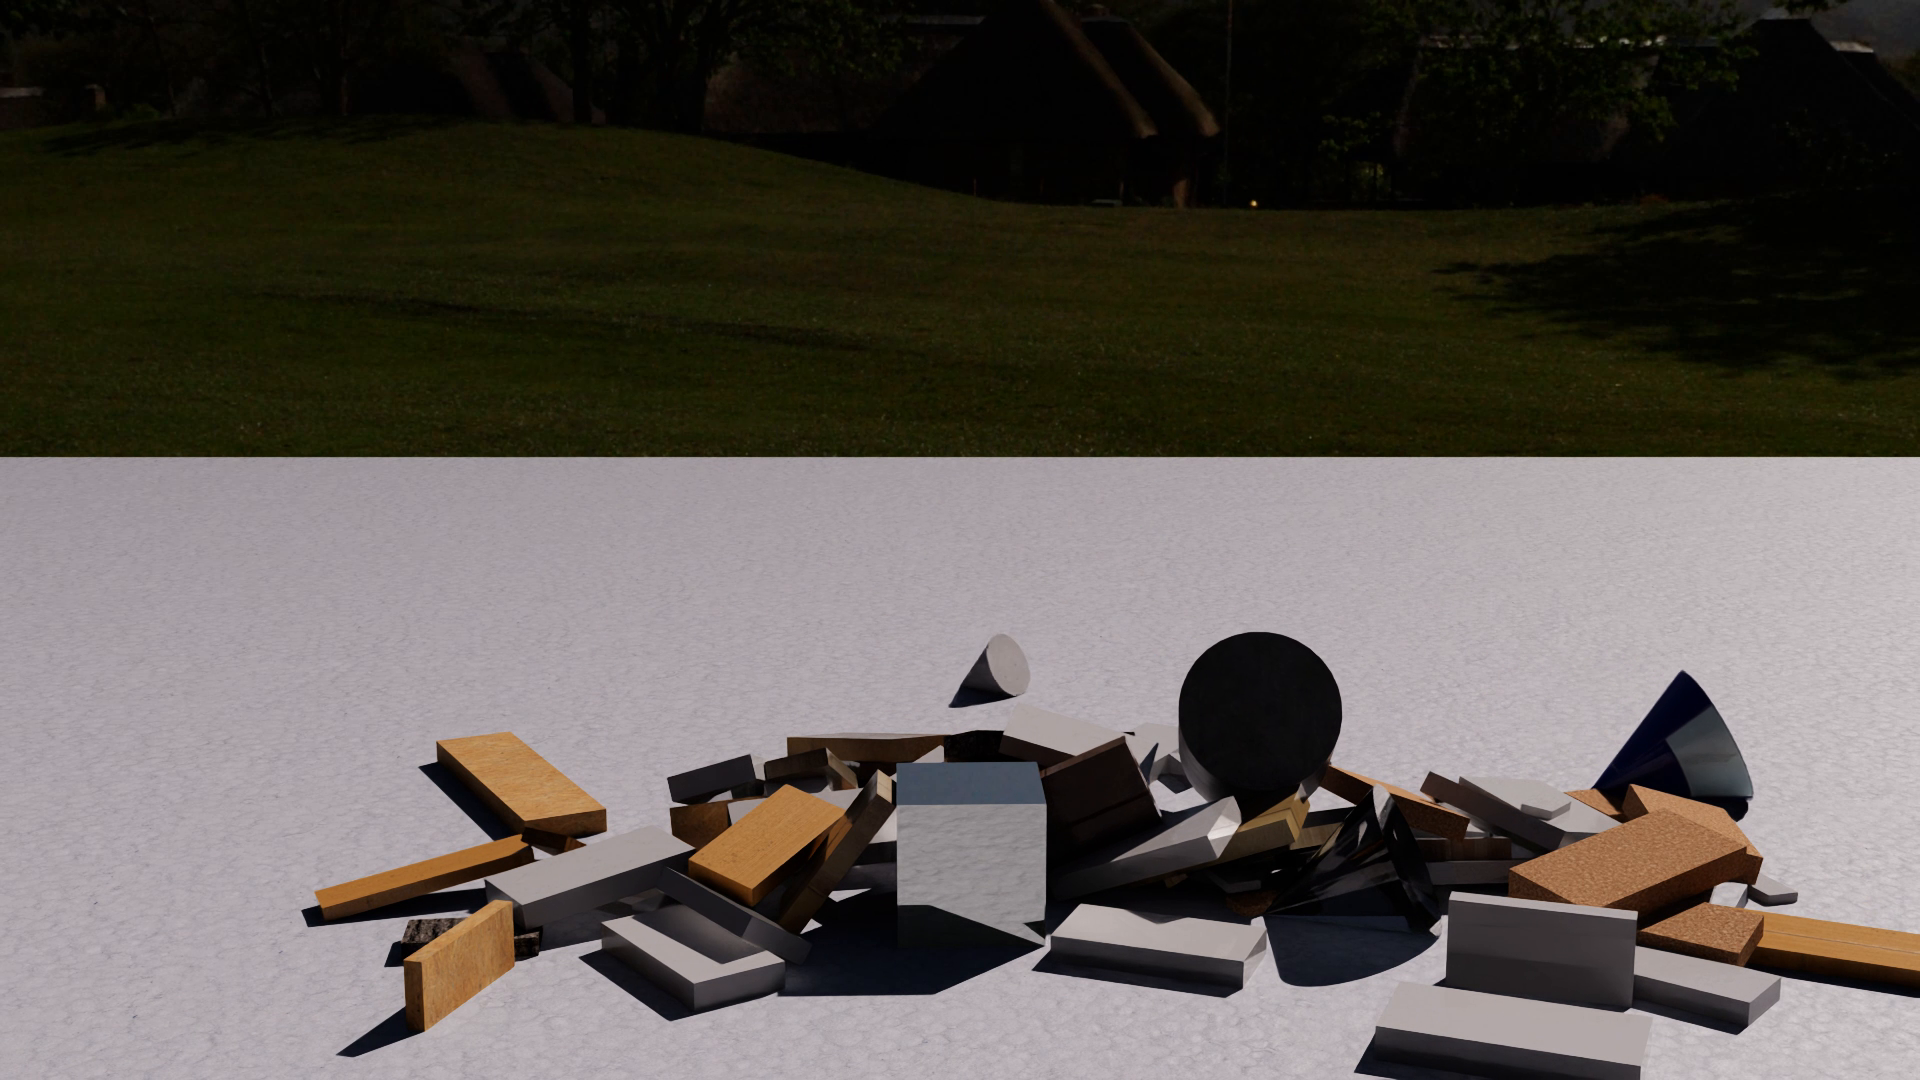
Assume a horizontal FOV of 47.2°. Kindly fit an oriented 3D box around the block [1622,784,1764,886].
[{"bbox_3d":[1.267,0.507,3.821,0.171,0.048,0.342,15,9,6],"label":"block"}]

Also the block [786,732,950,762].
[{"bbox_3d":[-0.180,0.403,4.289,0.153,0.043,0.307,0,-3,-44],"label":"block"}]

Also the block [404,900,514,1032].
[{"bbox_3d":[-0.731,0.620,3.222,0.029,0.103,0.259,3,11,17],"label":"block"}]

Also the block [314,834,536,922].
[{"bbox_3d":[-0.883,0.557,3.634,0.347,0.025,0.088,-14,15,-21],"label":"block"}]

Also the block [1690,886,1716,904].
[{"bbox_3d":[1.178,0.566,3.528,0.056,0.112,0.016,13,-26,31],"label":"block"}]

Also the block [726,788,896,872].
[{"bbox_3d":[-0.226,0.487,3.695,0.312,0.043,0.153,-5,30,-12],"label":"block"}]

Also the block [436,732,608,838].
[{"bbox_3d":[-0.848,0.467,4.212,0.152,0.043,0.593,-6,12,-28],"label":"block"}]

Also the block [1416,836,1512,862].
[{"bbox_3d":[0.806,0.527,3.749,0.250,0.035,0.125,-2,-7,8],"label":"block"}]

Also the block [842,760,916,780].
[{"bbox_3d":[-0.161,0.439,4.256,0.111,0.031,0.222,-1,-2,-14],"label":"block"}]

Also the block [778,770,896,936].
[{"bbox_3d":[-0.195,0.499,3.511,0.038,0.266,0.133,36,8,-8],"label":"block"}]

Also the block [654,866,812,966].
[{"bbox_3d":[-0.354,0.582,3.414,0.129,0.036,0.257,34,-11,-38],"label":"block"}]

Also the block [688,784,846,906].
[{"bbox_3d":[-0.311,0.496,3.591,0.129,0.036,0.257,20,33,27],"label":"block"}]

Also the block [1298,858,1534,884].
[{"bbox_3d":[0.787,0.554,3.669,0.426,0.035,0.125,-1,-7,-4],"label":"block"}]

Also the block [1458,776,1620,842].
[{"bbox_3d":[1.056,0.500,3.962,0.171,0.048,0.342,5,9,-17],"label":"block"}]

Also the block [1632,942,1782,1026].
[{"bbox_3d":[1.061,0.650,3.248,0.256,0.036,0.128,9,14,39],"label":"block"}]

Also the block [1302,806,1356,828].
[{"bbox_3d":[0.567,0.507,3.890,0.266,0.038,0.133,-4,-9,-21],"label":"block"}]

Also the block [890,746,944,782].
[{"bbox_3d":[-0.106,0.461,3.965,0.031,0.111,0.222,36,36,21],"label":"block"}]

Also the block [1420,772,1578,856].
[{"bbox_3d":[0.935,0.484,3.763,0.275,0.039,0.137,23,-8,43],"label":"block"}]

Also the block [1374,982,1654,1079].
[{"bbox_3d":[0.762,0.685,3.022,0.348,0.049,0.174,4,11,22],"label":"block"}]

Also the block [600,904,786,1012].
[{"bbox_3d":[-0.408,0.630,3.338,0.152,0.043,0.304,-7,13,-34],"label":"block"}]

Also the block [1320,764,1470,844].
[{"bbox_3d":[0.756,0.459,3.874,0.152,0.043,0.494,18,-1,-2],"label":"block"}]

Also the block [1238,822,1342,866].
[{"bbox_3d":[0.580,0.512,3.729,0.220,0.031,0.110,0,-19,-45],"label":"block"}]

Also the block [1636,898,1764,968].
[{"bbox_3d":[1.090,0.594,3.390,0.256,0.036,0.128,9,24,34],"label":"block"}]

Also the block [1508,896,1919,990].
[{"bbox_3d":[1.173,0.609,3.431,0.624,0.031,0.110,5,22,26],"label":"block"}]

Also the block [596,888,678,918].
[{"bbox_3d":[-0.512,0.583,3.641,0.088,0.025,0.176,8,13,36],"label":"block"}]

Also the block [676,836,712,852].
[{"bbox_3d":[-0.483,0.537,3.691,0.207,0.029,0.103,4,21,19],"label":"block"}]

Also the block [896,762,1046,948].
[{"bbox_3d":[0.015,0.500,3.522,0.231,0.231,0.231,0,11,-2],"label":"block"}]

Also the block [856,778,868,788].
[{"bbox_3d":[-0.169,0.489,4.126,0.109,0.031,0.218,-2,11,-9],"label":"block"}]

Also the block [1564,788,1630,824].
[{"bbox_3d":[1.200,0.498,4.105,0.075,0.021,0.149,-3,11,-17],"label":"block"}]

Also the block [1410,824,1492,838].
[{"bbox_3d":[0.885,0.522,3.978,0.149,0.021,0.075,4,11,19],"label":"block"}]

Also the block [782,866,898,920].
[{"bbox_3d":[-0.207,0.576,3.660,0.109,0.031,0.222,-6,12,-31],"label":"block"}]

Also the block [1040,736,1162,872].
[{"bbox_3d":[0.167,0.457,3.661,0.303,0.152,0.043,-24,8,7],"label":"block"}]

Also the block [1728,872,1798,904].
[{"bbox_3d":[1.341,0.581,3.676,0.056,0.016,0.112,-3,11,-16],"label":"block"}]
